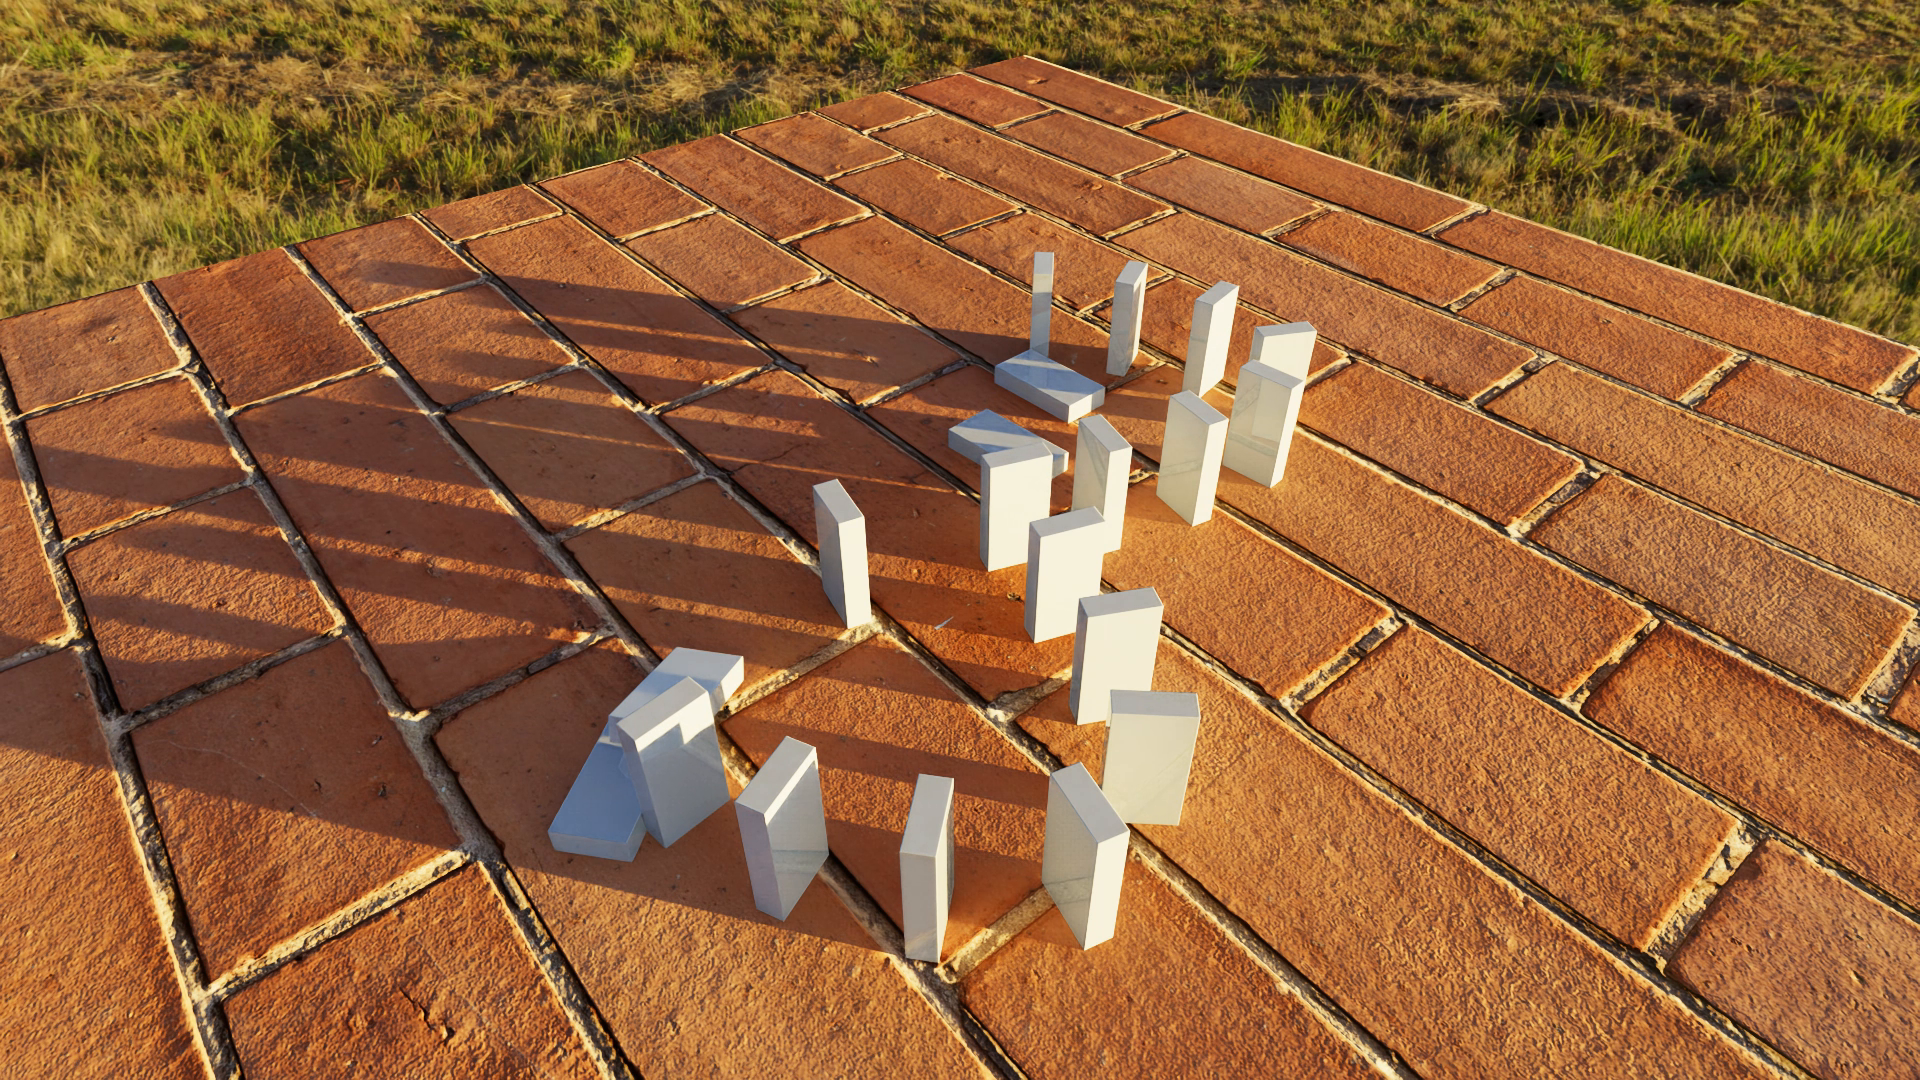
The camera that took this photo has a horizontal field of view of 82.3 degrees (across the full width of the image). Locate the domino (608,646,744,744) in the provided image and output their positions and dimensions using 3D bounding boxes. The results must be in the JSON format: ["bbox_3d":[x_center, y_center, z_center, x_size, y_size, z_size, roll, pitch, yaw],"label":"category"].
[{"bbox_3d":[-0.093,0.052,0.367,0.025,0.010,0.050,7,21,9],"label":"domino"}]

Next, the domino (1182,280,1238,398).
[{"bbox_3d":[0.120,-0.096,0.529,0.009,0.050,0.025,26,46,29],"label":"domino"}]

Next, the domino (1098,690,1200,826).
[{"bbox_3d":[0.056,0.066,0.331,0.025,0.050,0.009,2,39,3],"label":"domino"}]

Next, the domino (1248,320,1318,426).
[{"bbox_3d":[0.144,-0.074,0.502,0.025,0.050,0.009,-8,40,-10],"label":"domino"}]

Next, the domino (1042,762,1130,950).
[{"bbox_3d":[0.034,0.088,0.304,0.009,0.050,0.025,-17,42,-19],"label":"domino"}]

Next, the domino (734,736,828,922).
[{"bbox_3d":[-0.050,0.082,0.311,0.010,0.050,0.025,17,42,20],"label":"domino"}]

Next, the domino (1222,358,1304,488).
[{"bbox_3d":[0.130,-0.050,0.472,0.009,0.050,0.025,-32,49,-33],"label":"domino"}]

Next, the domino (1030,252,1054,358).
[{"bbox_3d":[0.041,-0.116,0.553,0.010,0.050,0.025,3,39,4],"label":"domino"}]

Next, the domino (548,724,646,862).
[{"bbox_3d":[-0.107,0.077,0.350,0.025,0.010,0.050,6,40,8],"label":"domino"}]

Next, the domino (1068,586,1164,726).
[{"bbox_3d":[0.051,0.039,0.364,0.025,0.050,0.010,-8,40,-10],"label":"domino"}]

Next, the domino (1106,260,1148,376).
[{"bbox_3d":[0.083,-0.110,0.545,0.009,0.050,0.025,14,41,17],"label":"domino"}]

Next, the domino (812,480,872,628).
[{"bbox_3d":[-0.043,0.006,0.405,0.010,0.050,0.025,-18,43,-21],"label":"domino"}]

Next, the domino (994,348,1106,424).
[{"bbox_3d":[0.043,-0.076,0.536,0.025,0.010,0.050,-30,48,-32],"label":"domino"}]

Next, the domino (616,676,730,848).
[{"bbox_3d":[-0.085,0.067,0.330,0.010,0.050,0.025,30,48,31],"label":"domino"}]

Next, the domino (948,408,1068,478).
[{"bbox_3d":[0.021,-0.041,0.493,0.025,0.009,0.050,-32,49,-33],"label":"domino"}]

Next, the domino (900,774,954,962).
[{"bbox_3d":[-0.008,0.090,0.301,0.010,0.050,0.025,6,40,7],"label":"domino"}]

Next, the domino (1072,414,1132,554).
[{"bbox_3d":[0.056,-0.022,0.438,0.010,0.050,0.025,-15,42,-18],"label":"domino"}]

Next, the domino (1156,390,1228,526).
[{"bbox_3d":[0.095,-0.033,0.452,0.009,0.050,0.025,-19,43,-22],"label":"domino"}]

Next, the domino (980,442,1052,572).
[{"bbox_3d":[0.021,-0.012,0.427,0.025,0.050,0.009,-13,41,-16],"label":"domino"}]

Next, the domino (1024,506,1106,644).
[{"bbox_3d":[0.037,0.013,0.396,0.025,0.050,0.010,-14,41,-16],"label":"domino"}]
